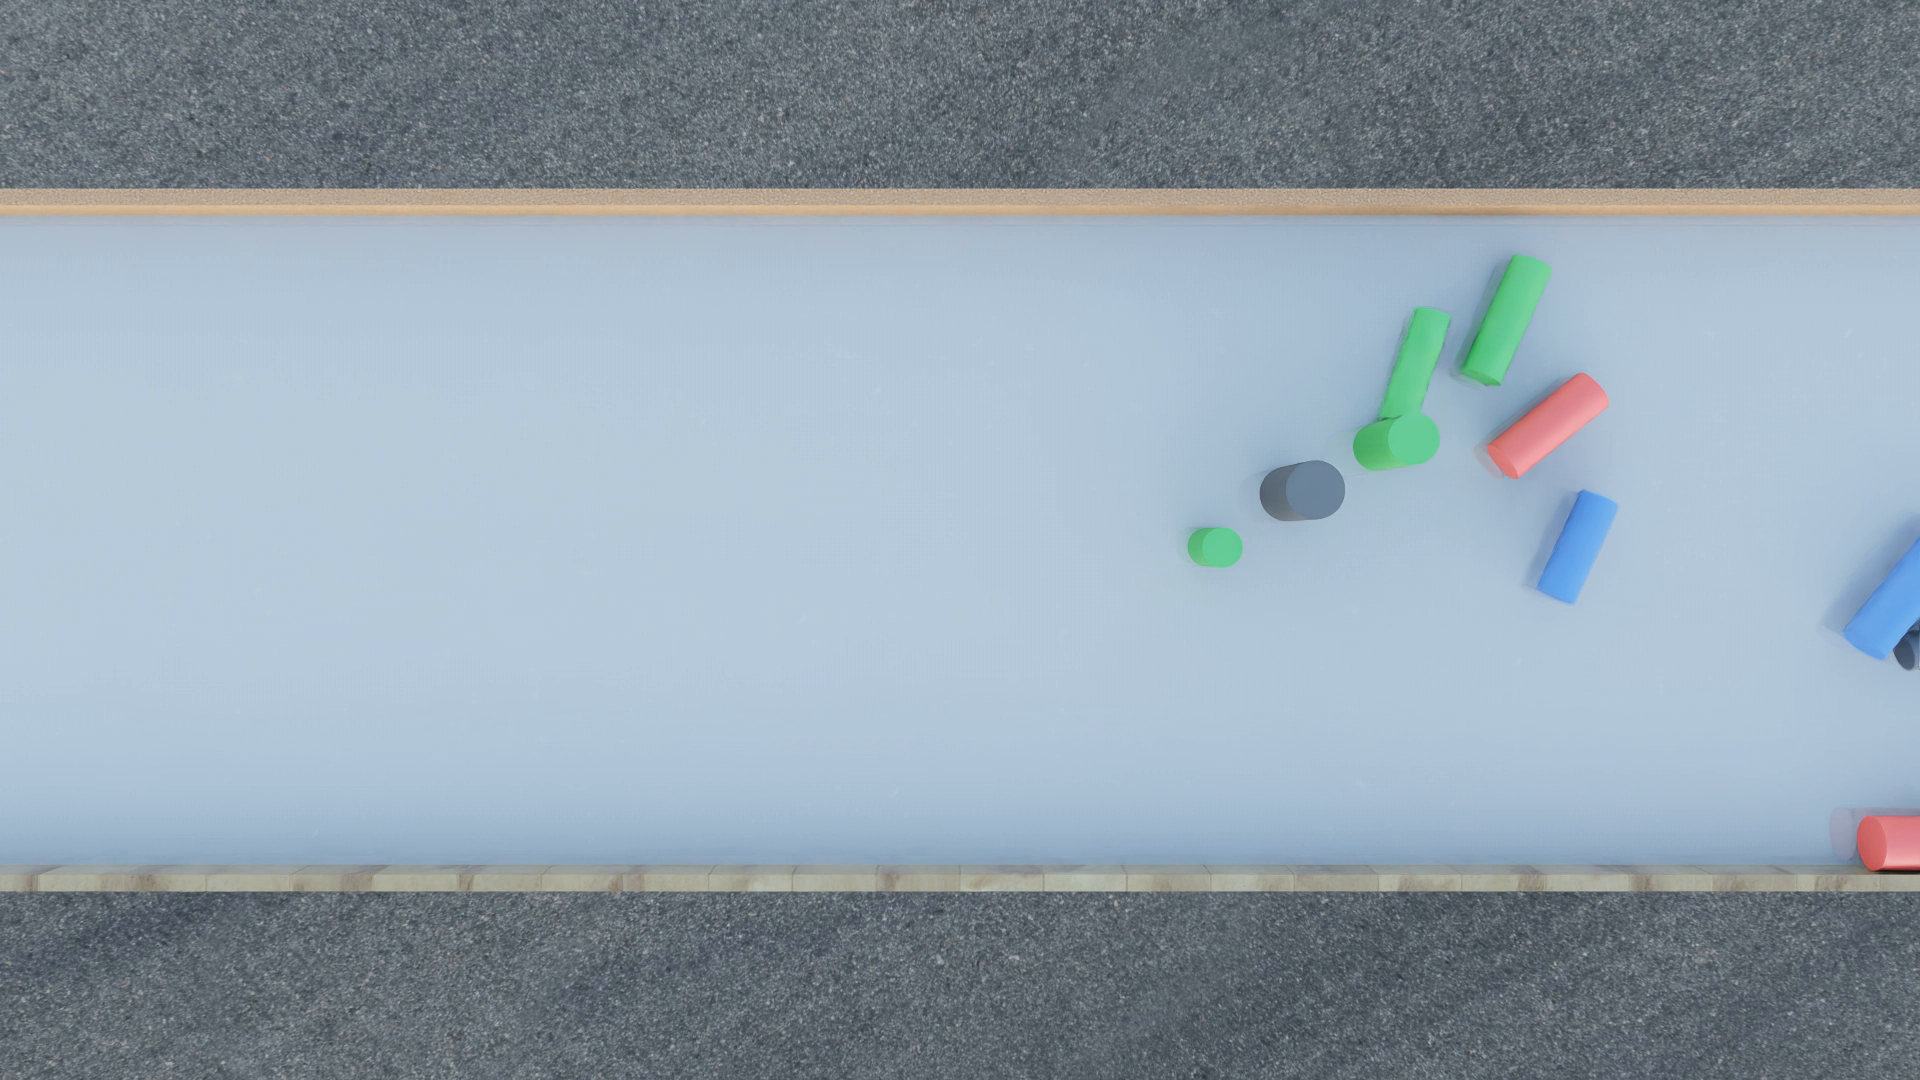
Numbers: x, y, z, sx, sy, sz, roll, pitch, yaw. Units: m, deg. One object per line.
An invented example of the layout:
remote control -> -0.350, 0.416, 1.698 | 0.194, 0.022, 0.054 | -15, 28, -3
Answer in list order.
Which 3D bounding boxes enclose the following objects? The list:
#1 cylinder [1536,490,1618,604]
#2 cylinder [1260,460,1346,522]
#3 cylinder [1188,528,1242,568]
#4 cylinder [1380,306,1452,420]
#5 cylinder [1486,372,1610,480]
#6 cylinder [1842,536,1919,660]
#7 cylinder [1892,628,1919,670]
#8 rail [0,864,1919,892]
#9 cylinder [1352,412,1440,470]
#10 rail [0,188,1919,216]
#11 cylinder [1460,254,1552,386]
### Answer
cylinder -> 1.876, 0.022, 5.018 | 0.117, 0.117, 0.328 | 25, 90, 0
cylinder -> 1.007, -0.142, 4.873 | 0.169, 0.408, 0.169 | 0, 90, 0
cylinder -> 0.759, 0.022, 4.922 | 0.118, 0.309, 0.118 | 0, 90, 0
cylinder -> 1.386, -0.523, 5.022 | 0.109, 0.109, 0.354 | 19, 90, 0
cylinder -> 1.785, -0.346, 5.009 | 0.352, 0.136, 0.136 | -38, 90, 0
cylinder -> 2.883, 0.144, 5.007 | 0.140, 0.140, 0.450 | 39, 90, 0
cylinder -> 3.057, 0.295, 5.021 | 0.382, 0.112, 0.112 | -14, 90, 0
rail -> -2.247, 1.025, 5.001 | 12.000, 0.150, 0.050 | 0, 90, 0
cylinder -> 1.283, -0.286, 4.869 | 0.147, 0.416, 0.147 | 0, 90, 0
rail -> -2.247, -1.025, 5.002 | 12.000, 0.150, 0.050 | 0, 90, 0
cylinder -> 1.661, -0.667, 5.013 | 0.126, 0.126, 0.379 | 24, 90, 0
